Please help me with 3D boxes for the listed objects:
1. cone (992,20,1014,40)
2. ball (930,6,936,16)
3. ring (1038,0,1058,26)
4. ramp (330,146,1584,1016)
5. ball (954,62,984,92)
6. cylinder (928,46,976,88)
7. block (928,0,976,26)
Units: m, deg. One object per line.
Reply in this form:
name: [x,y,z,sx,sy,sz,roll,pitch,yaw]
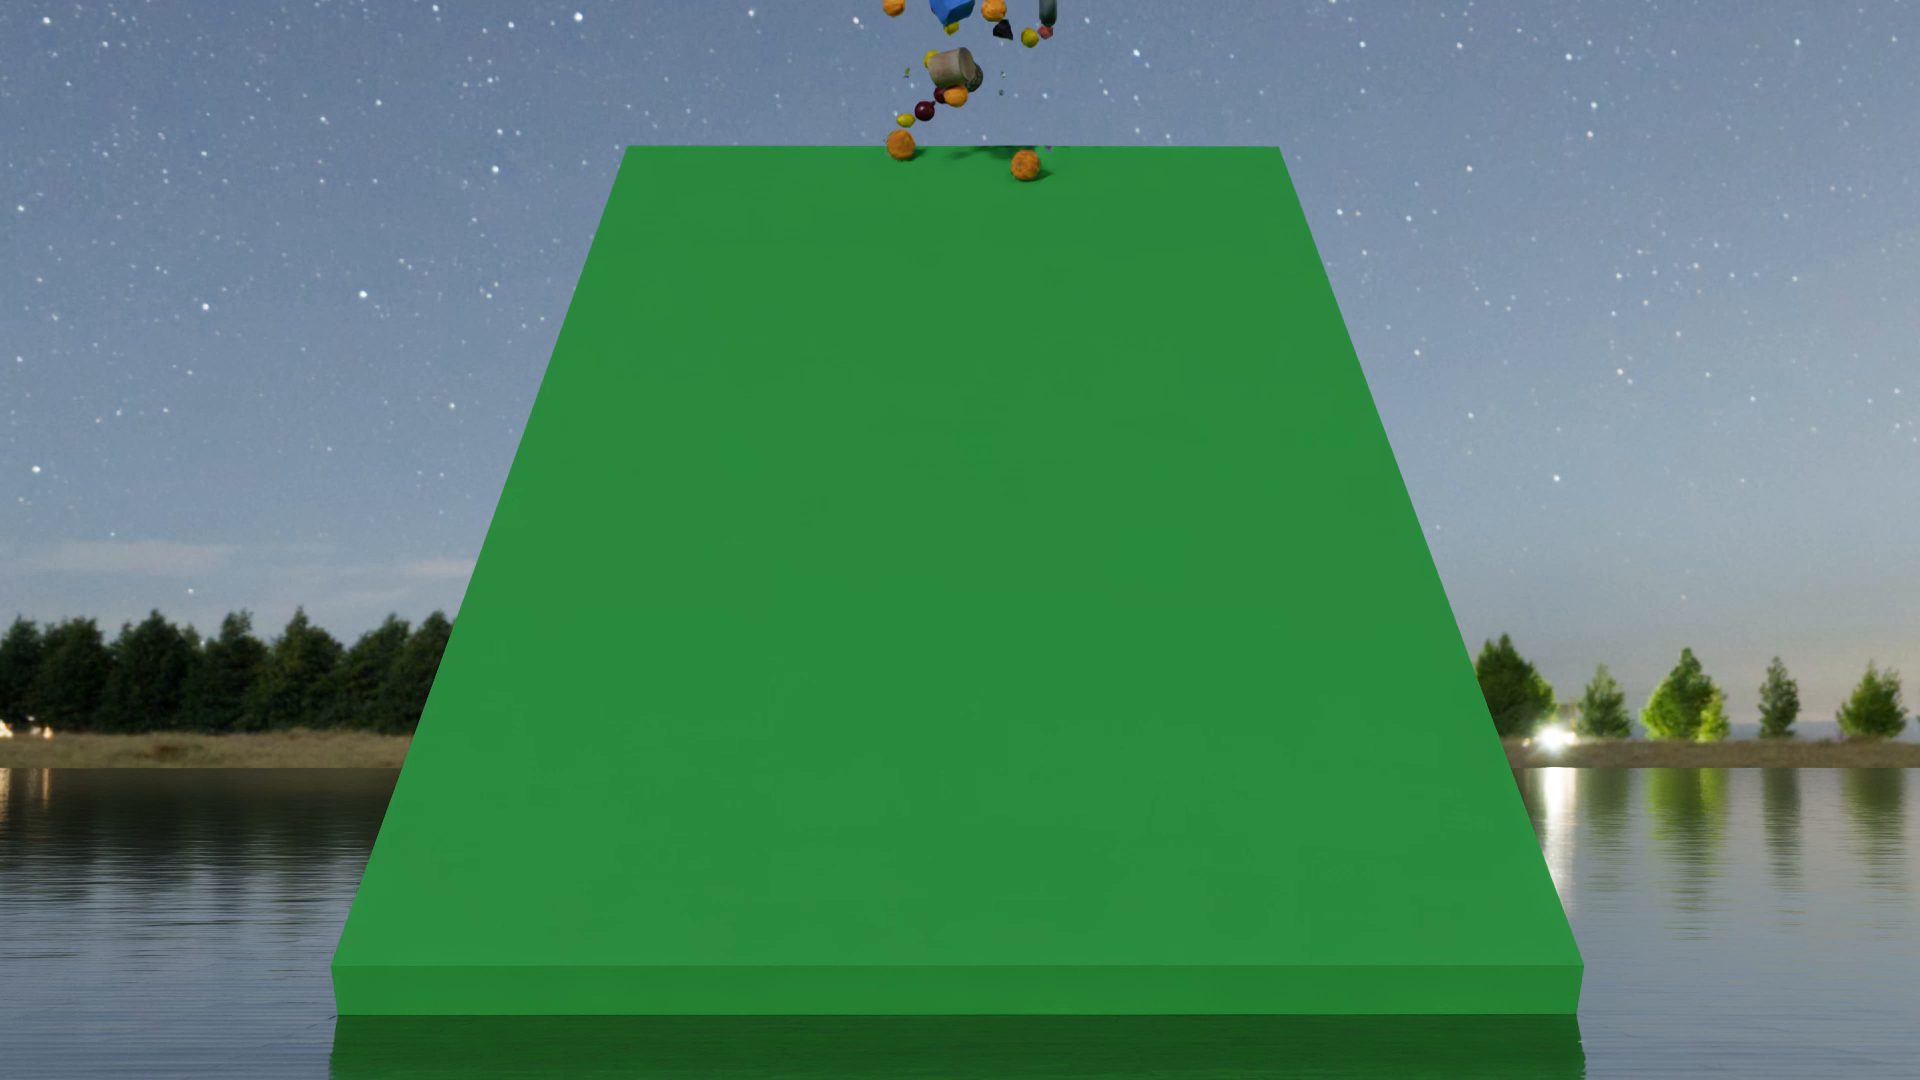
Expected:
cone: [0.138,-1.463,6.906,0.061,0.061,0.061,-33,-25,-18]
ball: [-0.054,-1.597,7.148,0.066,0.066,0.066,0,-5,0]
ring: [0.257,-1.584,7.007,0.050,0.149,0.149,-2,-5,5]
ramp: [-0.012,-0.222,5.597,2.000,0.100,4.000,0,28,0]
ball: [0.022,-1.383,7.126,0.095,0.095,0.095,0,-5,0]
cylinder: [-0.023,-1.369,6.923,0.099,0.099,0.099,-9,-9,28]
block: [-0.022,-1.563,6.913,0.092,0.092,0.092,-27,-13,-20]
